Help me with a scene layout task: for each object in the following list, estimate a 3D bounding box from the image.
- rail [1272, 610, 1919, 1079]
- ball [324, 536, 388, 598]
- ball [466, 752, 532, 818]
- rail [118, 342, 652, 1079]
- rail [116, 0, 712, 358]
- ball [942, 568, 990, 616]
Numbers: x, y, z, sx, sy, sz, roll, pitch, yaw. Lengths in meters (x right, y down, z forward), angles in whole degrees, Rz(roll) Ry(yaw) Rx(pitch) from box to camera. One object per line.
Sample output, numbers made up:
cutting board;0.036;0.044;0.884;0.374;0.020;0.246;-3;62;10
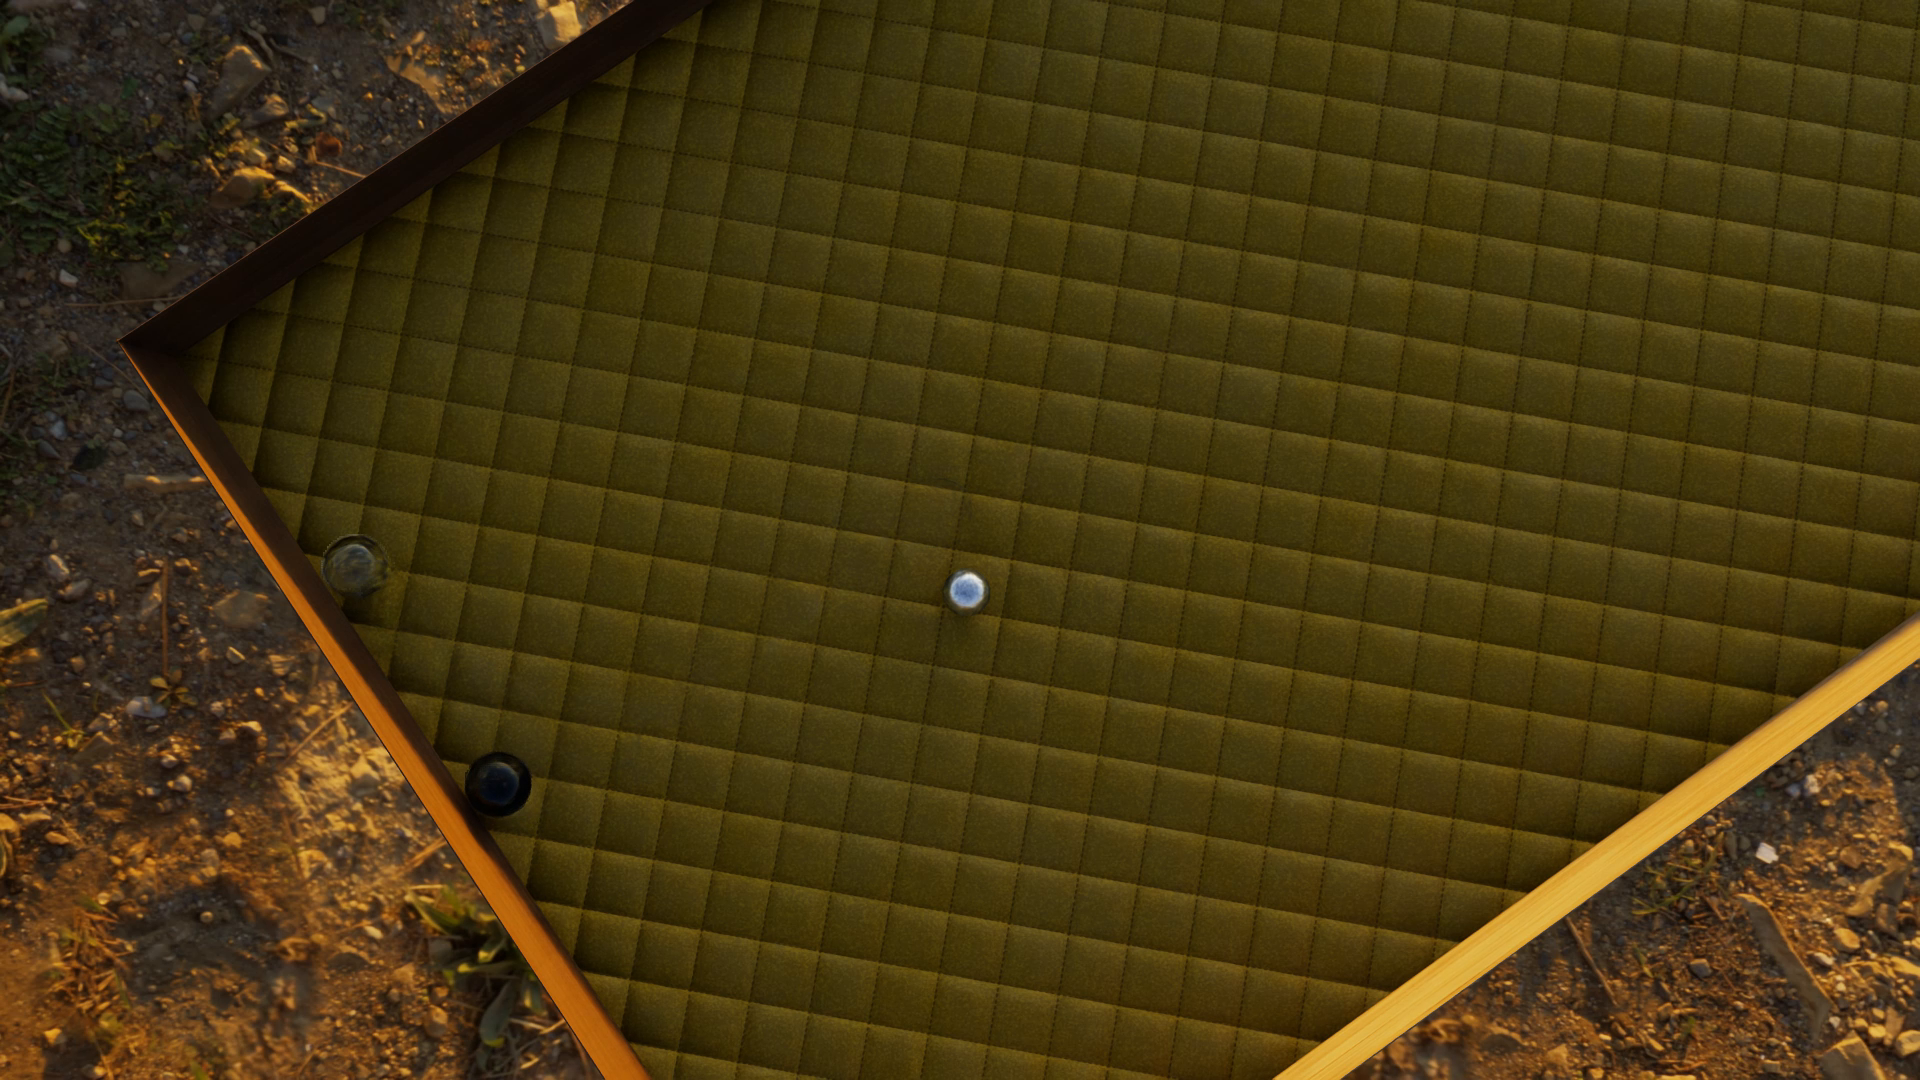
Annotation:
rail;1.221;0.258;3.201;3.401;0.123;0.045;-35;84;-4
ball;-0.892;0.040;3.247;0.093;0.093;0.093;0;82;0
ball;-0.672;0.357;3.203;0.095;0.095;0.095;0;82;0
rail;-0.678;0.466;3.173;0.045;0.123;1.877;-35;84;-4
rail;0.173;-1.228;3.404;3.401;0.123;0.045;-35;84;-4
ball;0.010;0.077;3.253;0.071;0.071;0.071;0;82;0
